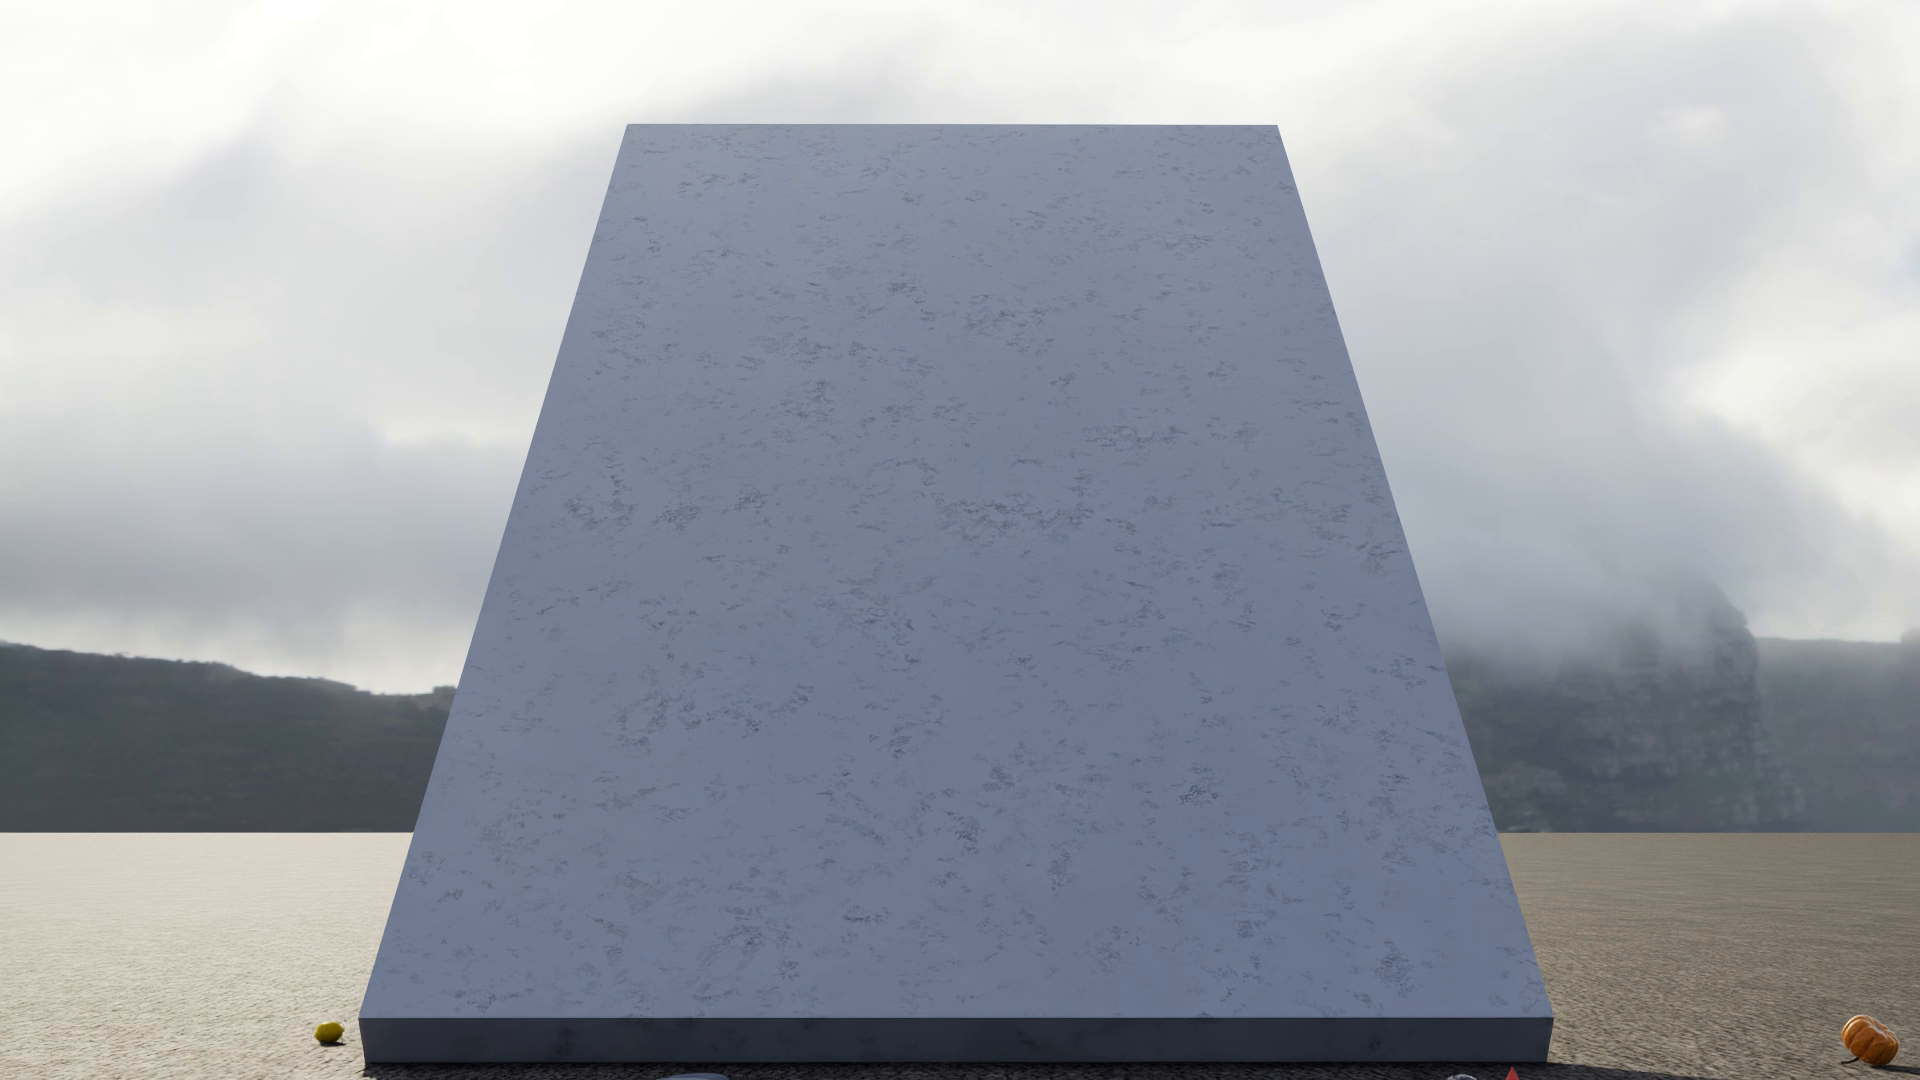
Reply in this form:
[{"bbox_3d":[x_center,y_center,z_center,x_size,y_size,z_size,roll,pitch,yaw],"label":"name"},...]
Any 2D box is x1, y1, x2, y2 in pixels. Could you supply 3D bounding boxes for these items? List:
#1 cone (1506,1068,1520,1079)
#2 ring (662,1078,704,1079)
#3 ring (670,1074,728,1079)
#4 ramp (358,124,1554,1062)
[{"bbox_3d":[0.743,0.745,3.270,0.077,0.077,0.077,0,-7,0],"label":"cone"},{"bbox_3d":[-0.392,0.787,3.455,0.115,0.038,0.115,1,-7,0],"label":"ring"},{"bbox_3d":[-0.386,0.802,3.567,0.103,0.034,0.103,-1,-7,0],"label":"ring"},{"bbox_3d":[-0.014,-0.198,5.805,2.000,0.100,4.000,0,31,0],"label":"ramp"}]
